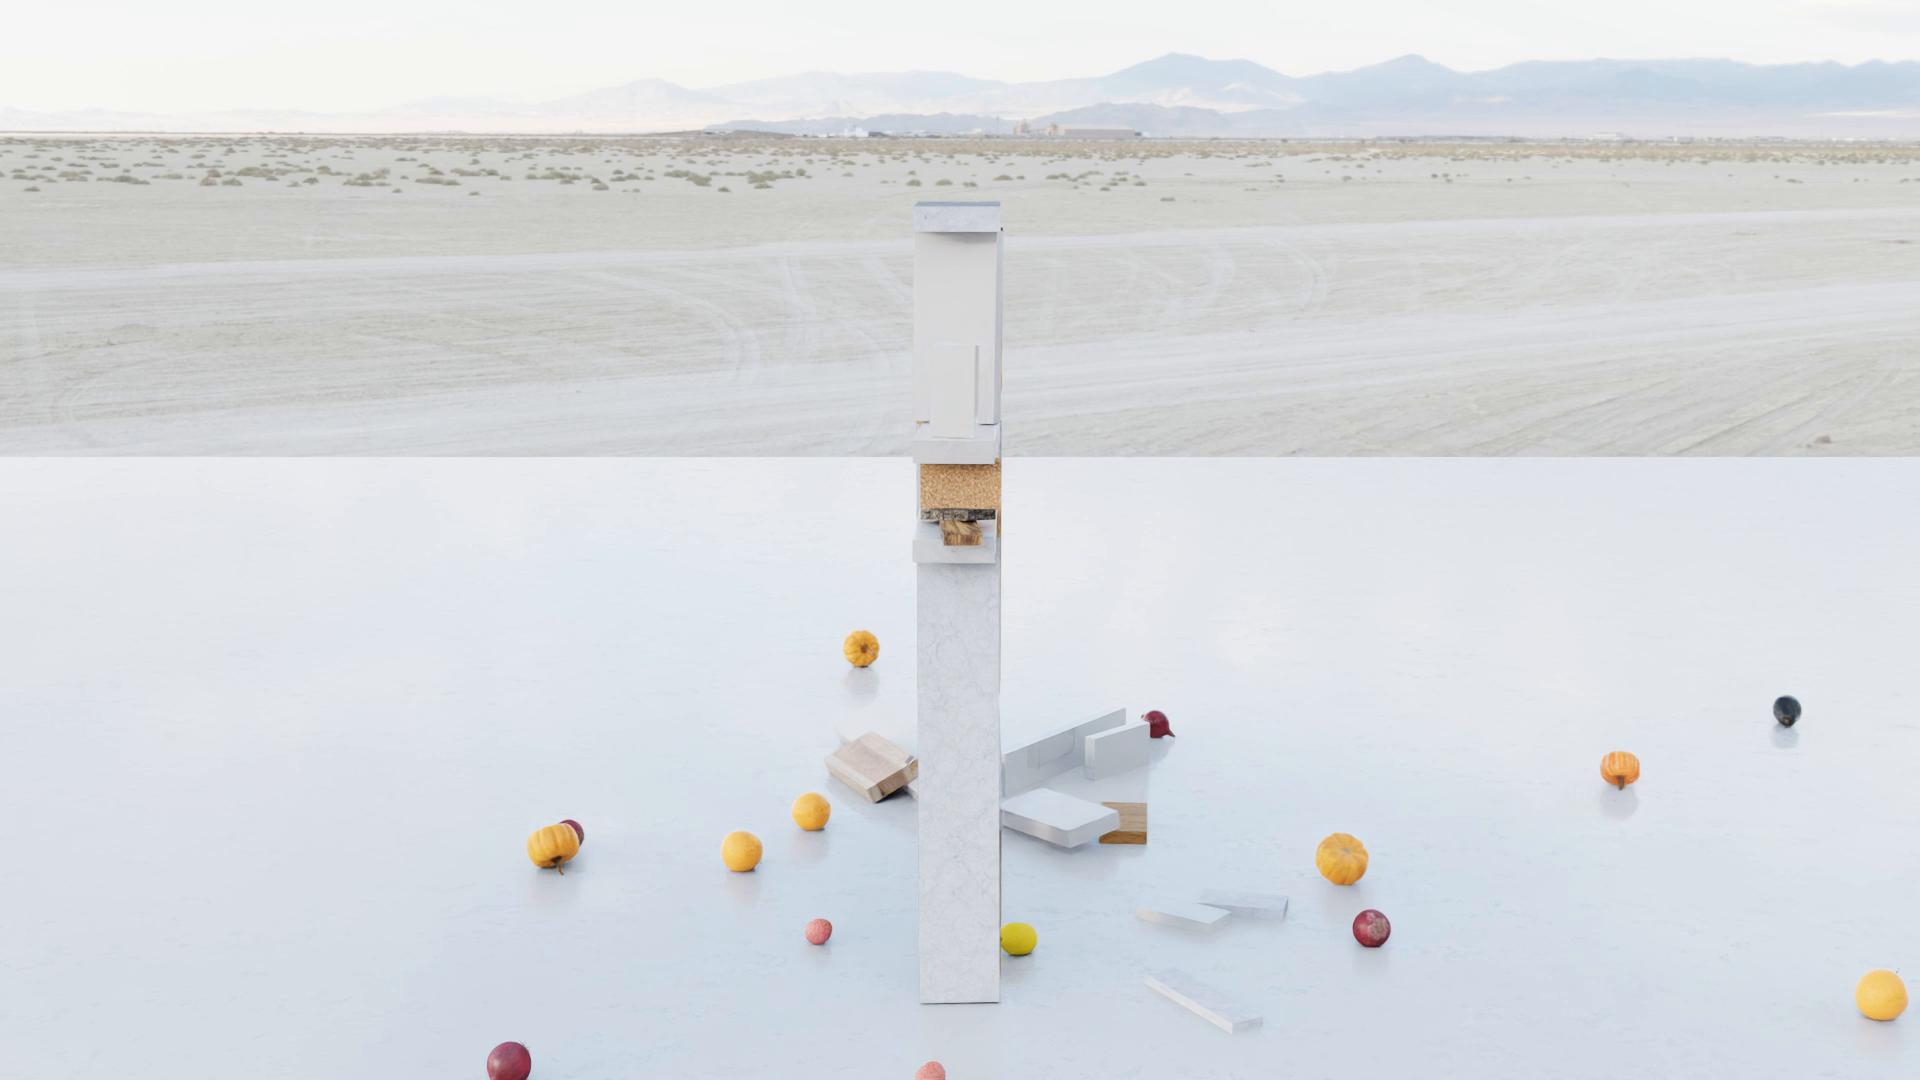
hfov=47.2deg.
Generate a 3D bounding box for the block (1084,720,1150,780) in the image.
[{"bbox_3d":[0.313,0.418,4.365,0.024,0.085,0.170,10,15,43],"label":"block"}]

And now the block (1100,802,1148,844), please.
[{"bbox_3d":[0.298,0.515,4.006,0.085,0.024,0.170,1,11,5],"label":"block"}]

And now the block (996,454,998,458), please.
[{"bbox_3d":[0.000,-0.030,3.499,0.122,0.244,0.035,1,11,4],"label":"block"}]

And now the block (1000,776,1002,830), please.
[{"bbox_3d":[0.004,0.391,3.358,0.118,0.033,0.236,0,11,0],"label":"block"}]

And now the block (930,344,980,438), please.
[{"bbox_3d":[-0.008,-0.224,3.298,0.069,0.139,0.020,3,9,18],"label":"block"}]

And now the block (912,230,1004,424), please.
[{"bbox_3d":[-0.004,-0.336,3.464,0.135,0.300,0.038,3,8,17],"label":"block"}]

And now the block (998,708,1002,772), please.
[{"bbox_3d":[0.002,0.326,3.599,0.127,0.036,0.255,0,11,0],"label":"block"}]

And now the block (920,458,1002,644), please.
[{"bbox_3d":[0.002,0.047,3.354,0.122,0.343,0.035,0,9,2],"label":"block"}]

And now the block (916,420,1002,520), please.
[{"bbox_3d":[-0.002,-0.060,3.589,0.135,0.271,0.038,-1,9,-8],"label":"block"}]

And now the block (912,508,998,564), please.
[{"bbox_3d":[-0.006,-0.007,3.209,0.117,0.033,0.233,0,12,2],"label":"block"}]

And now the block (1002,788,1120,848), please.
[{"bbox_3d":[0.173,0.501,3.980,0.114,0.032,0.229,-17,14,-32],"label":"block"}]

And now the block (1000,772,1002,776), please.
[{"bbox_3d":[0.003,0.484,3.543,0.127,0.255,0.036,0,11,0],"label":"block"}]

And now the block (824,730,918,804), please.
[{"bbox_3d":[-0.170,0.439,4.273,0.114,0.032,0.229,-30,20,-17],"label":"block"}]

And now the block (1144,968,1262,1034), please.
[{"bbox_3d":[0.353,0.669,3.202,0.053,0.015,0.217,-6,12,-29],"label":"block"}]

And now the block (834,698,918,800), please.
[{"bbox_3d":[-0.110,0.421,4.357,0.114,0.032,0.534,-32,20,-14],"label":"block"}]

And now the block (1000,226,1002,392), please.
[{"bbox_3d":[0.002,-0.381,3.621,0.135,0.269,0.038,0,12,0],"label":"block"}]

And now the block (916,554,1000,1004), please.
[{"bbox_3d":[-0.002,0.347,3.190,0.117,0.653,0.033,0,5,-2],"label":"block"}]

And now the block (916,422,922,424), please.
[{"bbox_3d":[-0.001,-0.230,3.653,0.135,0.038,0.271,0,10,1],"label":"block"}]

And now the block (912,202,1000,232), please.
[{"bbox_3d":[-0.003,-0.516,3.500,0.135,0.038,0.269,0,10,1],"label":"block"}]

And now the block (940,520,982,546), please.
[{"bbox_3d":[0.000,-0.010,3.103,0.053,0.015,0.106,-1,12,-4],"label":"block"}]

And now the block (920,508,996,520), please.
[{"bbox_3d":[-0.003,-0.037,3.189,0.053,0.015,0.106,-3,3,-40],"label":"block"}]

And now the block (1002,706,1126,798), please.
[{"bbox_3d":[0.204,0.416,4.370,0.024,0.085,0.432,8,13,36],"label":"block"}]

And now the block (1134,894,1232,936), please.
[{"bbox_3d":[0.359,0.603,3.543,0.139,0.020,0.069,8,13,35],"label":"block"}]

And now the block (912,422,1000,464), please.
[{"bbox_3d":[-0.003,-0.152,3.392,0.122,0.035,0.244,1,10,3],"label":"block"}]

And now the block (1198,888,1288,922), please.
[{"bbox_3d":[0.462,0.595,3.587,0.139,0.020,0.069,3,11,15],"label":"block"}]

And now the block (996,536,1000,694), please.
[{"bbox_3d":[0.002,0.113,3.292,0.117,0.233,0.033,0,3,0],"label":"block"}]

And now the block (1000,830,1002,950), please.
[{"bbox_3d":[0.003,0.538,3.304,0.118,0.236,0.033,0,11,0],"label":"block"}]
